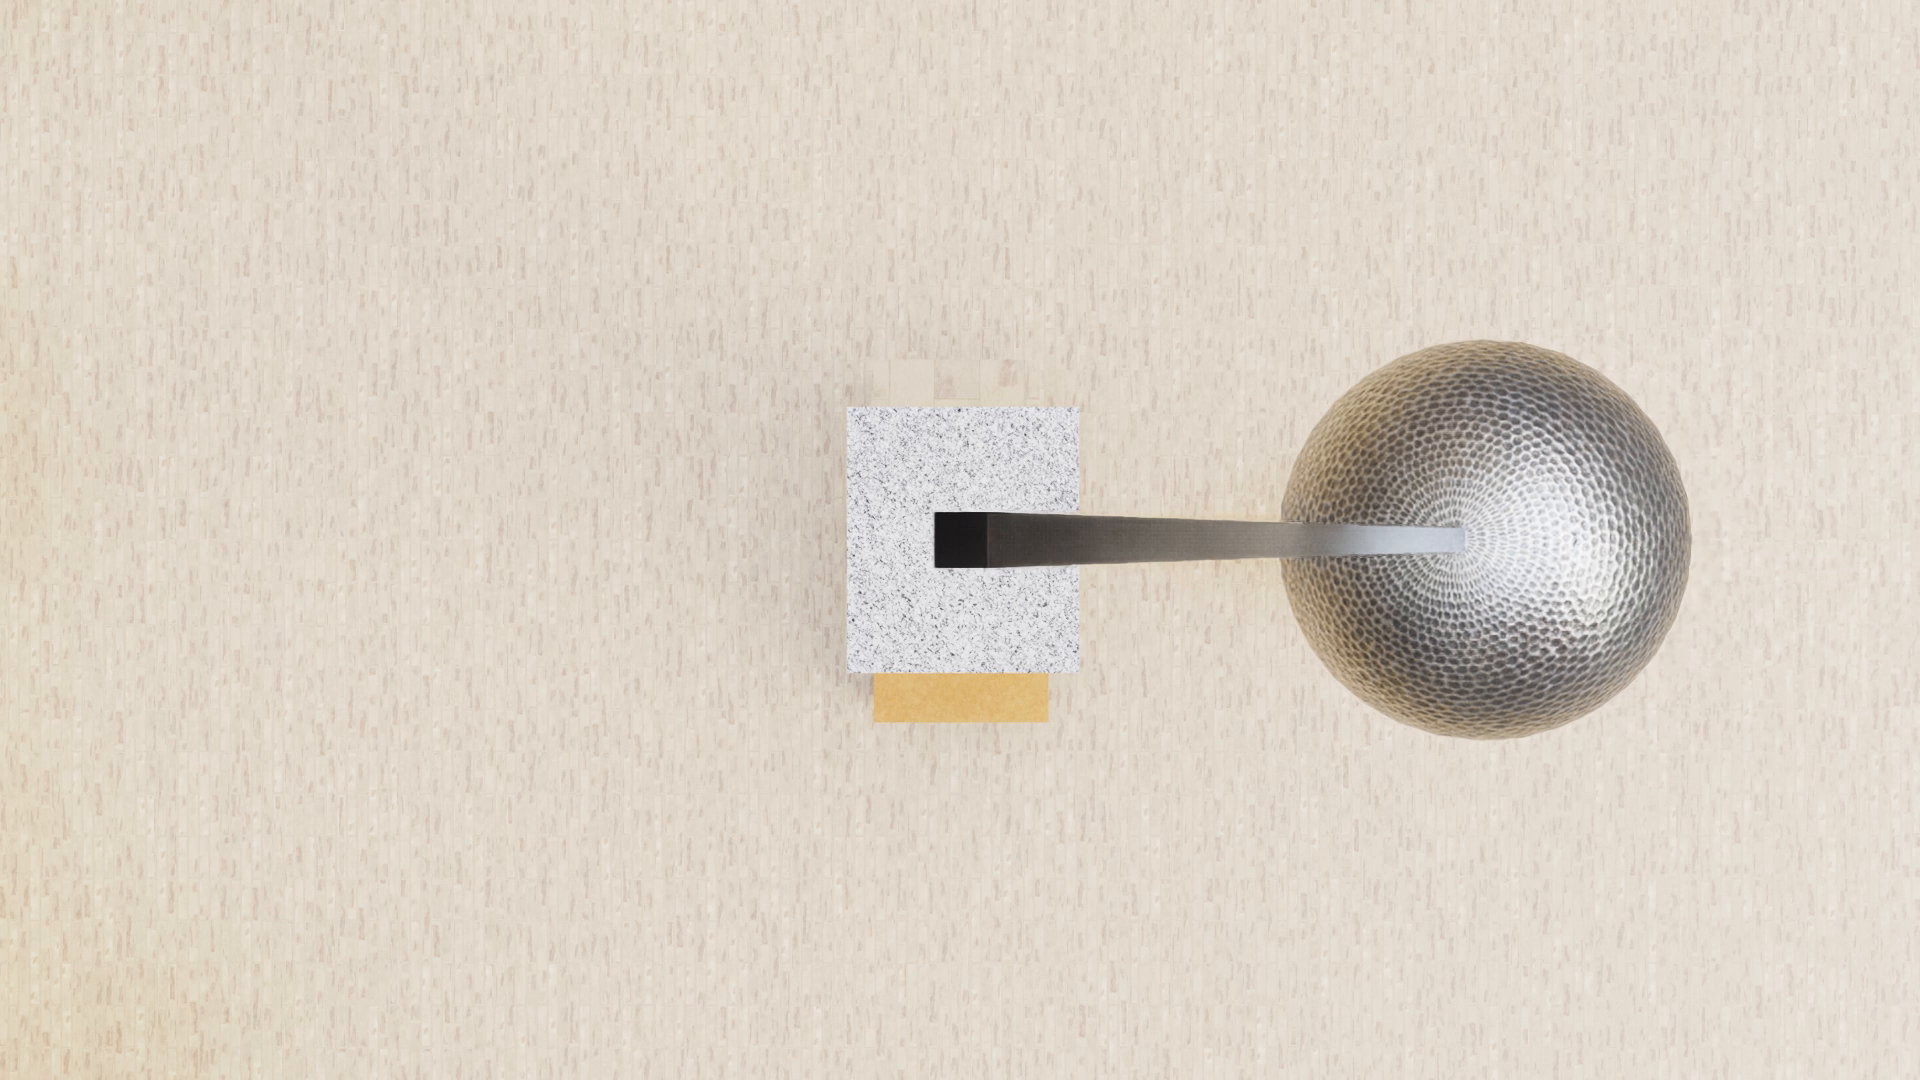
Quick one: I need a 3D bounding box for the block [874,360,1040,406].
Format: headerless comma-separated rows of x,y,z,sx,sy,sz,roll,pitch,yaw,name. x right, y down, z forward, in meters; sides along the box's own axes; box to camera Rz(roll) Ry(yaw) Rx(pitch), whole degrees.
-0.020,-0.507,12.557,0.916,0.885,0.974,0,90,0,block

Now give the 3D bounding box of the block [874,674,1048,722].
0.007,0.492,12.484,0.951,1.031,1.003,0,90,0,block

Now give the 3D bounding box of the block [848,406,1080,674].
0.009,0.000,6.944,0.691,0.800,0.792,0,90,0,block

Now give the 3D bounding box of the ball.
2.074,0.000,8.757,1.600,1.600,1.600,0,90,0,ball

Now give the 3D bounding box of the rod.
0.899,0.000,5.566,0.080,5.200,0.080,0,90,20,rod
